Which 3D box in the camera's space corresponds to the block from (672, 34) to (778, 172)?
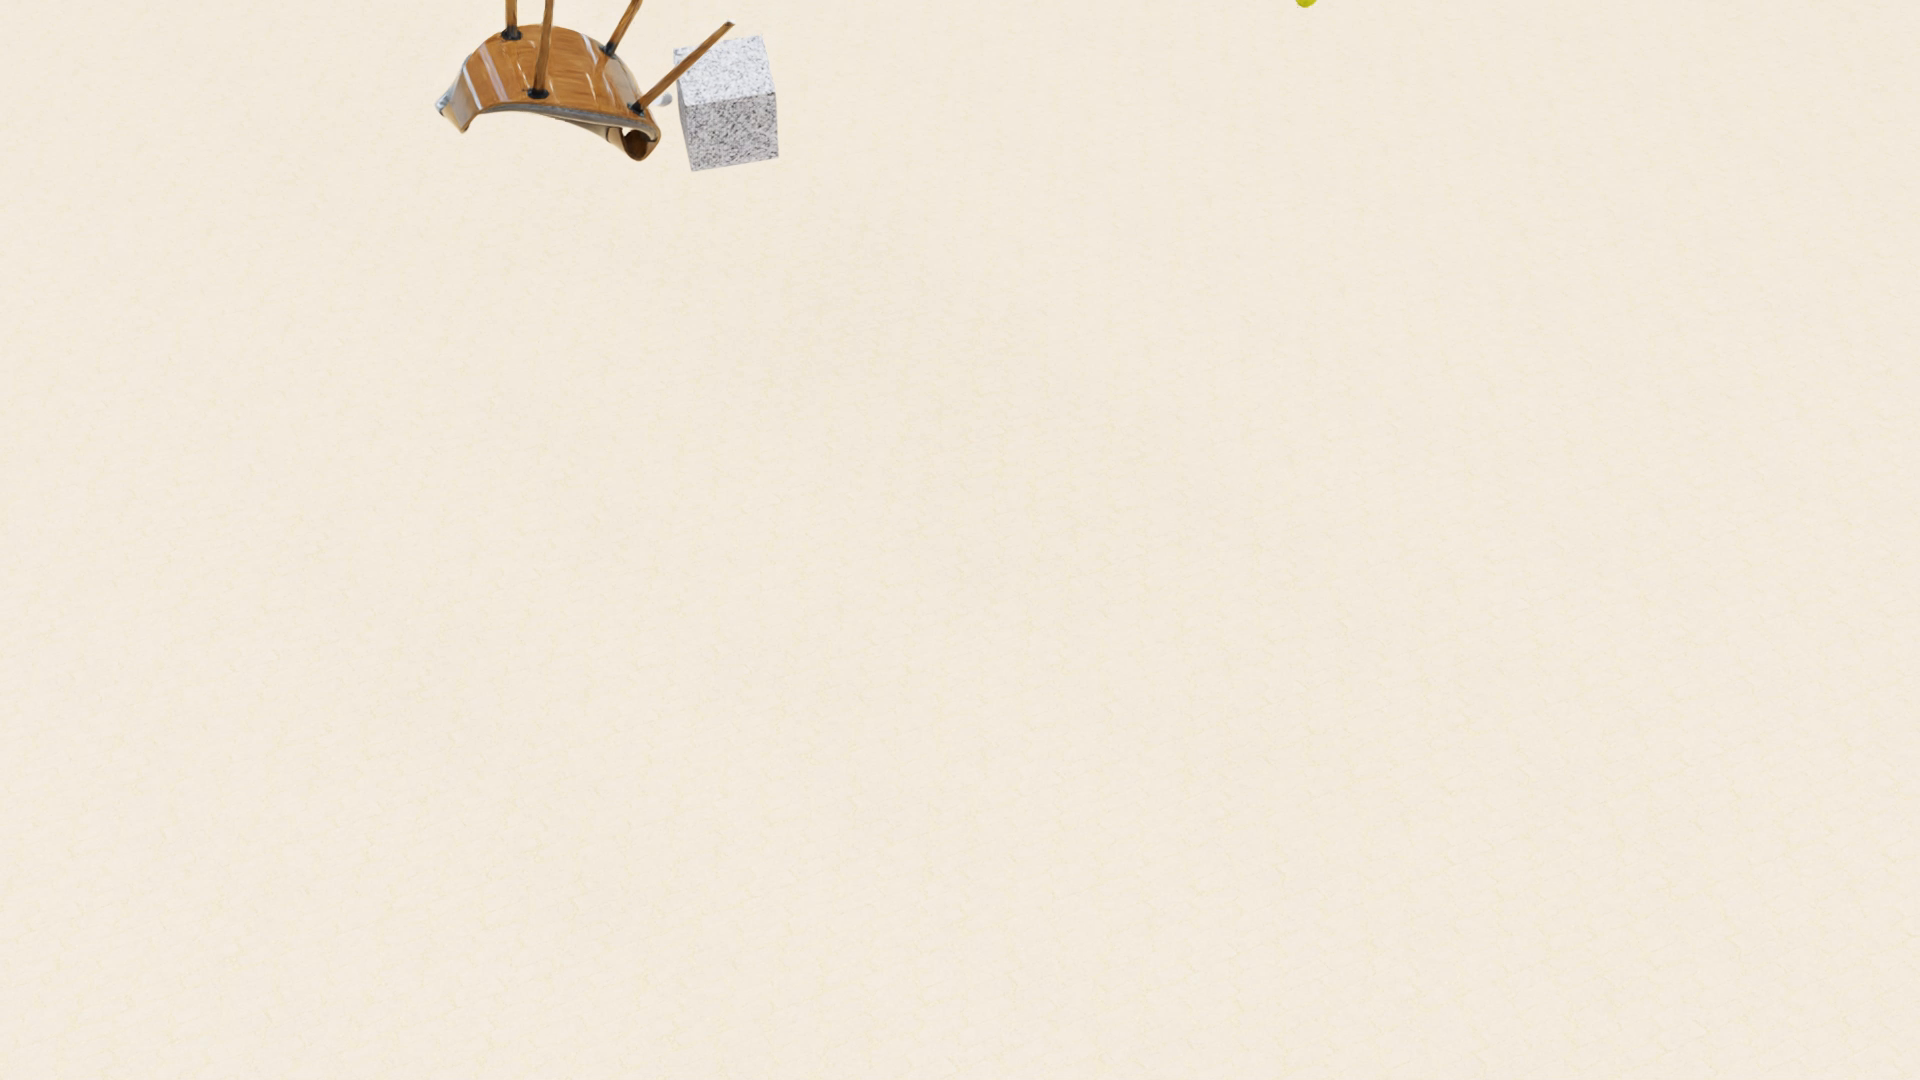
[{"bbox_3d":[-0.717,-1.340,9.008,0.276,0.328,0.225,-10,61,-7],"label":"block"}]
